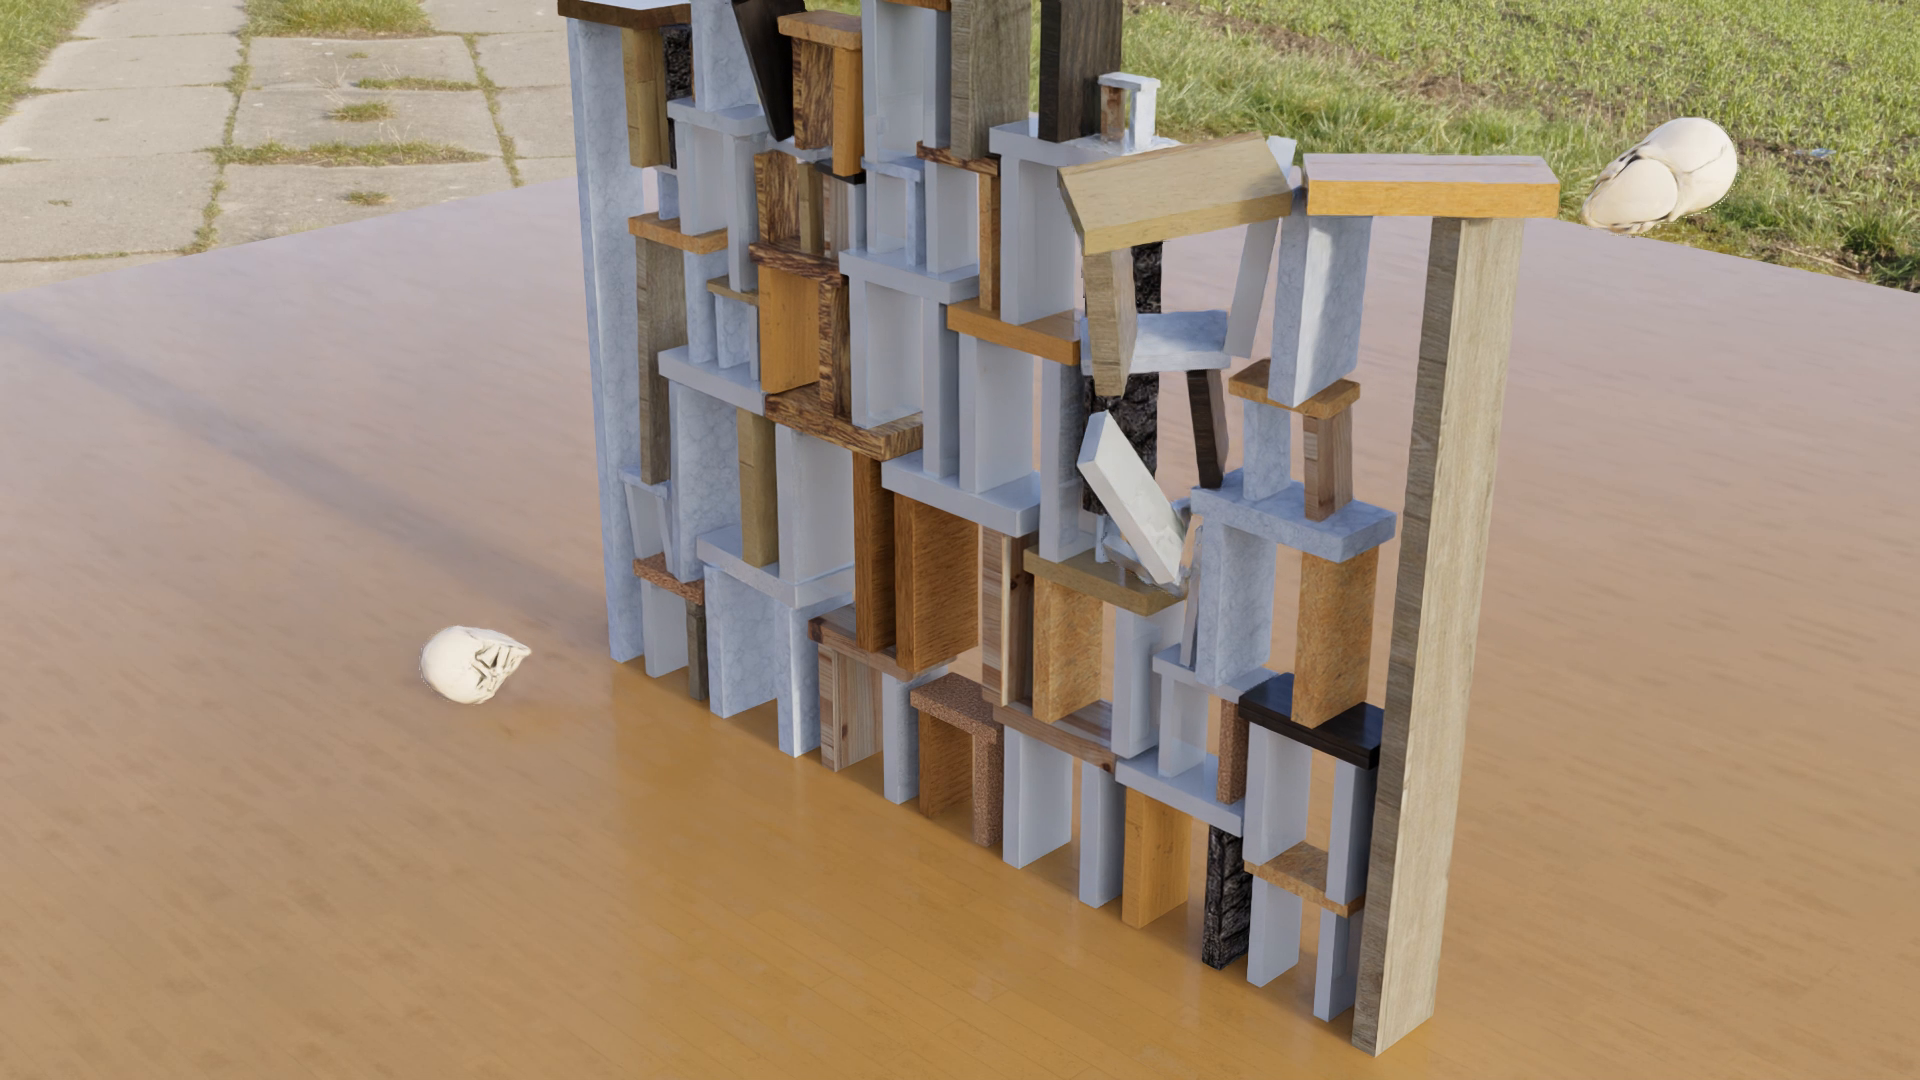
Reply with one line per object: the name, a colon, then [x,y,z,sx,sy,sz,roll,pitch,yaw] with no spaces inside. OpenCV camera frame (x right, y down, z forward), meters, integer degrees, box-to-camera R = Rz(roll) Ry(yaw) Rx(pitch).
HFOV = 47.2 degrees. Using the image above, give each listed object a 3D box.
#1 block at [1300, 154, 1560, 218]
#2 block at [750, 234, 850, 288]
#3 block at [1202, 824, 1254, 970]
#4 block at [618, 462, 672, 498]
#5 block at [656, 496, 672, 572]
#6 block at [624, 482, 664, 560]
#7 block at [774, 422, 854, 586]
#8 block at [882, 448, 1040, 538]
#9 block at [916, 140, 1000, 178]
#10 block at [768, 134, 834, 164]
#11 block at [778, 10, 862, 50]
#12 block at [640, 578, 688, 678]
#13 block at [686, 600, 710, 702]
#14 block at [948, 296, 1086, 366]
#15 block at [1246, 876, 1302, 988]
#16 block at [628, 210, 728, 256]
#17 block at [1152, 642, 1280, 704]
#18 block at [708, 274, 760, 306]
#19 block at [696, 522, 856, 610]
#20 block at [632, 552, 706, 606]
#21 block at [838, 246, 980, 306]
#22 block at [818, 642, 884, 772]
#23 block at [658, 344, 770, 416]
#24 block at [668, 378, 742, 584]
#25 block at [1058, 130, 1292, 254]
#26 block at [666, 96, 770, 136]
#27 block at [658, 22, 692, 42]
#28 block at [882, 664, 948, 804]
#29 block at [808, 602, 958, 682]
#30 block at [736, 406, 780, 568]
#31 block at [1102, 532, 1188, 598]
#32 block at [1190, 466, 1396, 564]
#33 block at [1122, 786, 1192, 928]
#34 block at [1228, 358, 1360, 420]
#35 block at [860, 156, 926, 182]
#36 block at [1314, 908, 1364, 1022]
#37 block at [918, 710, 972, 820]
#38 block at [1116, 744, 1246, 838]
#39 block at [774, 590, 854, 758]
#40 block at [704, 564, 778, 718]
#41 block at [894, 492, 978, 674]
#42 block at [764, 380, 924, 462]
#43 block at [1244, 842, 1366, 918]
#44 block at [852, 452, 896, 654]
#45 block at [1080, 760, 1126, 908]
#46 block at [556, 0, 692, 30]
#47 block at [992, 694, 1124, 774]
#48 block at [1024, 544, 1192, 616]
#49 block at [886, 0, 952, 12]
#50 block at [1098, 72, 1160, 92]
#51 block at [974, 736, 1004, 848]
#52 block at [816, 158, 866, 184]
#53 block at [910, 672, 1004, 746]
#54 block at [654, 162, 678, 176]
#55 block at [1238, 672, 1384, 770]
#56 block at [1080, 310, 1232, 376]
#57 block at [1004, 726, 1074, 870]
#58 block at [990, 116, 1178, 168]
block: [0.670,-0.510,3.158,0.346,0.049,0.173,2,23,5]
block: [-0.274,-0.549,4.288,0.261,0.037,0.131,20,30,40]
block: [0.501,0.615,3.944,0.041,0.286,0.143,22,31,41]
block: [-0.673,-0.136,4.892,0.175,0.025,0.087,21,30,41]
block: [-0.621,-0.023,4.881,0.087,0.175,0.025,-21,21,-41]
block: [-0.700,-0.054,4.956,0.087,0.175,0.025,-21,22,-40]
block: [-0.292,-0.094,4.508,0.172,0.344,0.049,-20,31,-39]
block: [0.039,-0.100,4.144,0.356,0.050,0.178,21,31,41]
block: [0.030,-0.685,3.907,0.103,0.029,0.205,-21,31,-40]
block: [-0.290,-0.765,4.268,0.087,0.025,0.174,-17,30,-33]
block: [-0.225,-0.943,4.057,0.109,0.031,0.219,-20,31,-38]
block: [-0.664,0.183,5.019,0.121,0.242,0.034,-21,32,-41]
block: [-0.550,0.228,4.914,0.034,0.242,0.121,22,31,40]
block: [0.138,-0.381,3.910,0.302,0.043,0.151,21,31,41]
block: [0.560,0.672,3.896,0.109,0.219,0.031,-21,31,-41]
block: [-0.569,-0.643,4.571,0.237,0.034,0.118,21,31,40]
block: [0.445,0.230,3.835,0.200,0.028,0.100,20,30,39]
block: [-0.431,-0.511,4.473,0.159,0.023,0.080,20,31,39]
block: [-0.386,0.045,4.684,0.177,0.050,0.354,-19,29,-37]
block: [-0.607,0.078,4.912,0.242,0.034,0.121,21,31,40]
block: [-0.071,-0.503,4.095,0.296,0.042,0.148,21,31,41]
block: [-0.226,0.329,4.616,0.041,0.289,0.144,21,31,41]
block: [-0.455,-0.346,4.586,0.174,0.049,0.347,-21,31,-39]
block: [-0.536,-0.140,4.772,0.174,0.475,0.049,-11,31,-24]
block: [0.315,-0.513,3.236,0.310,0.044,0.155,-12,46,-5]
block: [-0.465,-0.847,4.370,0.116,0.033,0.232,-21,31,-39]
block: [-0.539,-1.012,4.381,0.121,0.017,0.061,20,31,40]
block: [-0.090,0.382,4.491,0.041,0.289,0.144,21,31,41]
block: [-0.159,0.204,4.488,0.289,0.041,0.144,21,31,40]
block: [-0.375,-0.131,4.590,0.174,0.347,0.049,-20,30,-39]
block: [0.318,0.045,3.778,0.151,0.021,0.076,30,-11,19]
block: [0.545,-0.045,3.612,0.304,0.043,0.152,21,31,41]
block: [0.366,0.563,4.068,0.041,0.286,0.143,21,31,41]
block: [0.530,-0.241,3.495,0.187,0.027,0.094,19,37,39]
block: [-0.100,-0.688,4.044,0.079,0.022,0.158,-21,31,-40]
block: [0.663,0.713,3.801,0.109,0.219,0.031,-21,31,-41]
block: [-0.028,0.433,4.437,0.034,0.237,0.118,21,31,41]
block: [0.434,0.439,3.942,0.286,0.041,0.143,21,31,41]
block: [-0.307,0.268,4.676,0.177,0.354,0.050,-21,31,-41]
block: [-0.470,0.200,4.837,0.177,0.354,0.050,-20,30,-39]
block: [-0.045,0.060,4.303,0.050,0.369,0.178,21,31,40]
block: [-0.209,-0.243,4.357,0.172,0.049,0.344,-21,31,-40]
block: [0.612,0.578,3.800,0.219,0.031,0.109,21,31,41]
block: [-0.130,0.004,4.372,0.172,0.418,0.049,-21,31,-41]
block: [0.293,0.528,4.133,0.042,0.300,0.150,21,31,41]
block: [-0.685,-1.089,4.507,0.282,0.040,0.141,20,30,41]
block: [0.222,0.342,4.132,0.300,0.042,0.150,21,31,40]
block: [0.271,0.056,3.956,0.291,0.041,0.145,21,31,40]
block: [-0.064,-0.972,3.883,0.121,0.034,0.242,-21,30,-40]
block: [0.277,-0.751,3.605,0.047,0.013,0.095,-21,31,-40]
block: [0.083,0.477,4.335,0.034,0.237,0.118,21,31,41]
block: [-0.211,-0.698,4.150,0.063,0.018,0.126,-17,31,-34]
block: [0.028,0.330,4.333,0.237,0.034,0.118,21,31,41]
block: [-0.581,-0.768,4.537,0.103,0.015,0.052,20,30,40]
block: [0.613,0.300,3.680,0.267,0.038,0.134,21,31,41]
block: [0.314,-0.318,3.544,0.237,0.034,0.118,-3,39,5]
block: [0.152,0.473,4.262,0.042,0.300,0.150,21,31,41]
block: [0.207,-0.665,3.716,0.295,0.042,0.148,21,31,40]
